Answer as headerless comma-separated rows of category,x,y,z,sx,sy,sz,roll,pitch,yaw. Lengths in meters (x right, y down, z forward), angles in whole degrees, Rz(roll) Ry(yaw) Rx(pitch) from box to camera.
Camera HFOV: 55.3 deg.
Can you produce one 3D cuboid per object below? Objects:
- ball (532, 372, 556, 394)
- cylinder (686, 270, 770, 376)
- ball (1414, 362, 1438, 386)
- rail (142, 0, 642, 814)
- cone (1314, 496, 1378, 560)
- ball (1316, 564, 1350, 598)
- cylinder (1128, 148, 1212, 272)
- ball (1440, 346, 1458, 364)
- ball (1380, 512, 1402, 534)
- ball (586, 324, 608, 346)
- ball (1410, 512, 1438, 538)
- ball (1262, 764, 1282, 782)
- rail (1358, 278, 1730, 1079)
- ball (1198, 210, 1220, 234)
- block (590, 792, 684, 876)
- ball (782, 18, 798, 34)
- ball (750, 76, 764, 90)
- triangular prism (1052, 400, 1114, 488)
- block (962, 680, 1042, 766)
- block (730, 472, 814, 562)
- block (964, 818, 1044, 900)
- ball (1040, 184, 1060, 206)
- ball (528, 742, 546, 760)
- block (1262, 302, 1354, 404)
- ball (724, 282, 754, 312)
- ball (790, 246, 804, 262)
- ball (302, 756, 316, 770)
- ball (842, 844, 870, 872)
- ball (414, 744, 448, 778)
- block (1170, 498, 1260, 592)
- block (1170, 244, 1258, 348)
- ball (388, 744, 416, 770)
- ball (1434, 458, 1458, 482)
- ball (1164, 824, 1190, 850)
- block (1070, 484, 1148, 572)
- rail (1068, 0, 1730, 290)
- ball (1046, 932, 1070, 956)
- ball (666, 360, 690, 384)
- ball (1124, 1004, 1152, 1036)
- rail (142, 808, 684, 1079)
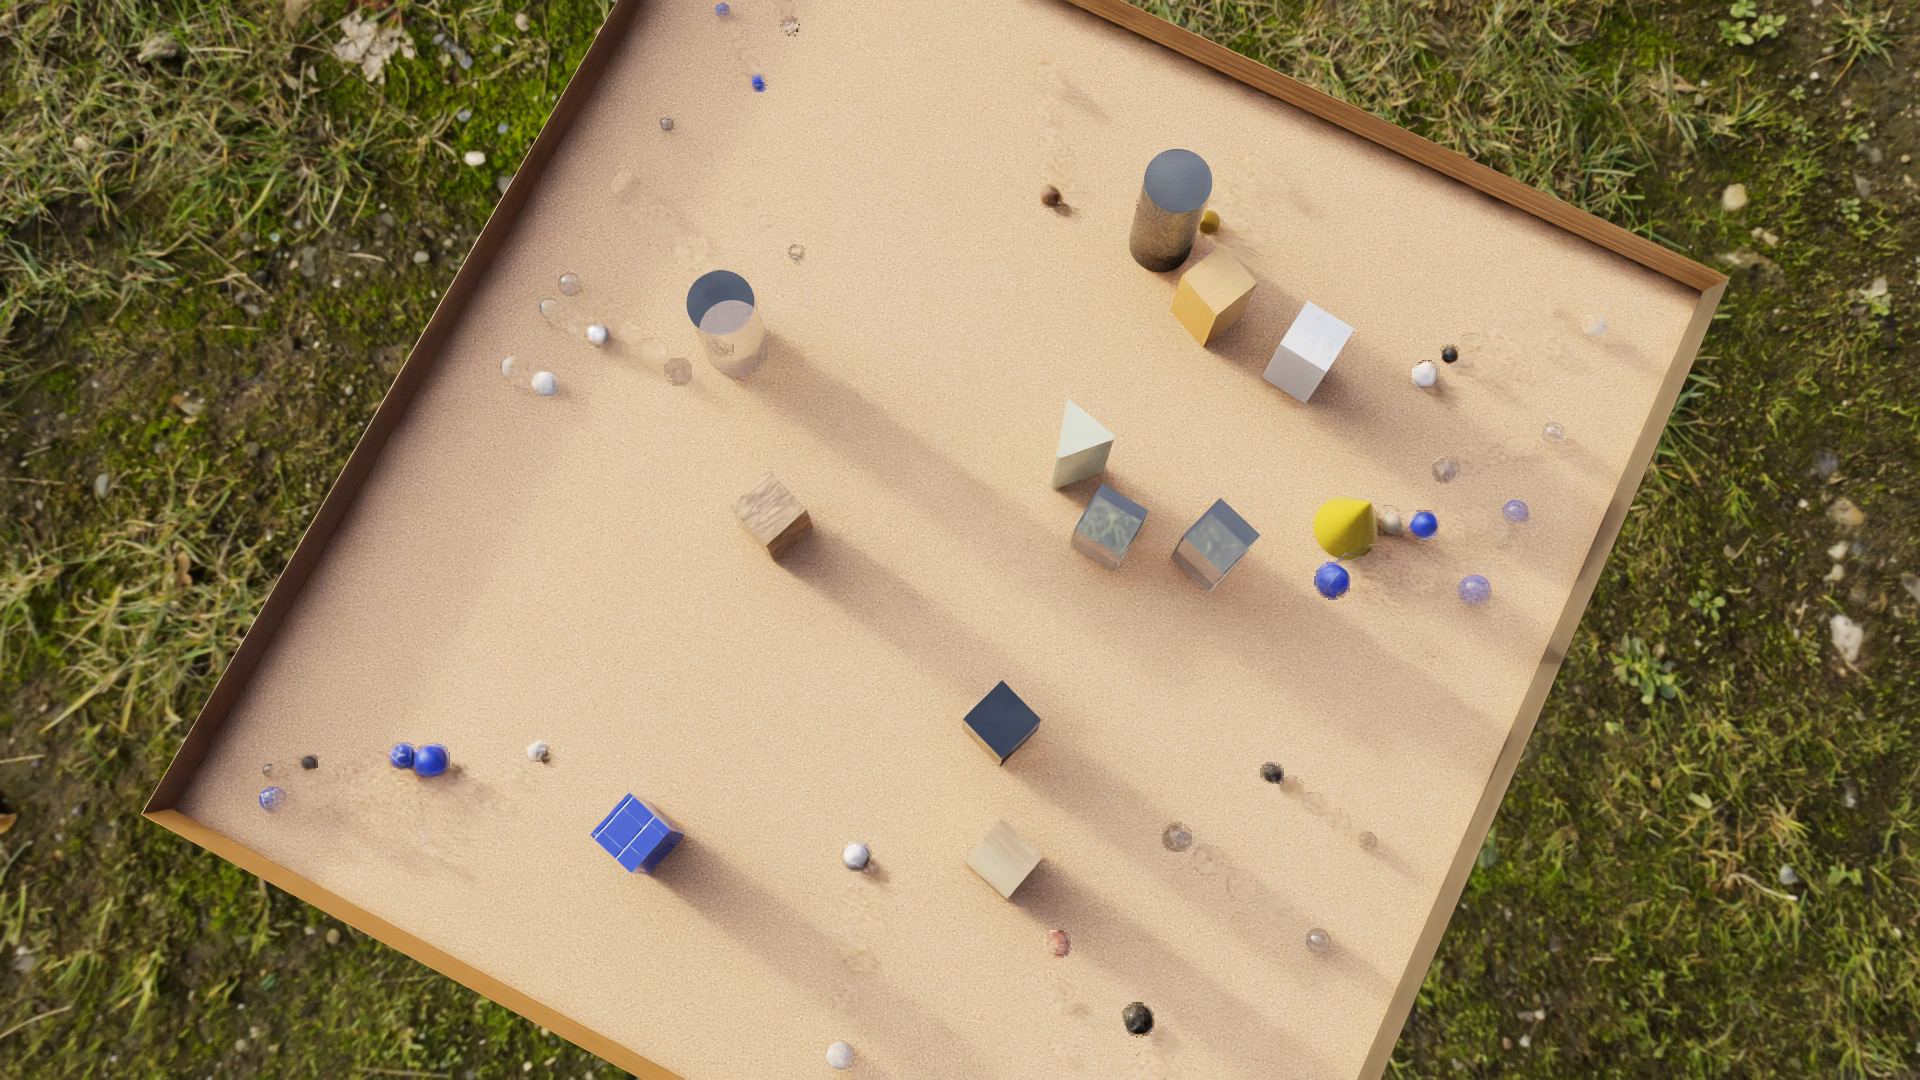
ball,-1.288,-0.486,5.680,0.073,0.073,0.073,0,78,0
cylinder,-0.697,-0.649,5.539,0.199,0.416,0.199,0,78,0
ball,1.446,-0.514,5.685,0.075,0.075,0.075,0,78,0
rail,-1.553,-0.753,5.705,0.045,0.130,3.594,26,80,5
cone,1.185,-0.074,5.452,0.199,0.352,0.199,0,78,0
ball,1.123,0.123,5.513,0.100,0.100,0.100,0,78,0
cylinder,0.635,-0.993,5.568,0.199,0.498,0.199,0,78,0
ball,1.525,-0.576,5.709,0.052,0.052,0.052,0,78,0
ball,1.315,-0.049,5.593,0.067,0.067,0.067,0,78,0
ball,-1.131,-0.642,5.715,0.067,0.067,0.067,0,78,0
ball,1.407,-0.047,5.556,0.080,0.080,0.080,0,78,0
ball,0.927,0.693,5.444,0.056,0.056,0.056,0,78,0
rail,1.553,0.767,5.391,0.045,0.130,3.594,26,80,5
ball,0.785,-1.003,5.786,0.074,0.074,0.074,0,78,0
block,-0.928,0.852,5.294,0.160,0.286,0.160,41,81,8
ball,-0.552,-1.663,5.936,0.049,0.049,0.049,0,78,0
ball,-0.651,-1.472,5.897,0.047,0.047,0.047,0,78,0
triangular prism,0.339,-0.296,5.476,0.173,0.395,0.150,-19,79,-4
block,0.120,0.540,5.359,0.160,0.286,0.160,-44,82,-8
block,-0.562,-0.067,5.495,0.160,0.265,0.160,-43,81,-8
block,0.124,0.921,5.280,0.160,0.286,0.160,41,81,8
ball,0.286,-1.091,5.808,0.068,0.068,0.068,0,78,0
ball,-1.261,0.629,5.460,0.052,0.052,0.052,0,78,0
block,1.052,-0.566,5.561,0.160,0.338,0.160,33,80,6
ball,-0.692,-0.761,5.720,0.092,0.092,0.092,0,78,0
ball,-0.514,-0.902,5.780,0.046,0.046,0.046,0,78,0
ball,-1.940,0.663,5.458,0.042,0.042,0.042,0,78,0
ball,-0.305,0.932,5.383,0.080,0.080,0.080,0,78,0
ball,-1.568,0.656,5.431,0.099,0.099,0.099,0,78,0
block,0.756,0.019,5.449,0.160,0.320,0.160,44,82,8
block,0.773,-0.744,5.609,0.160,0.317,0.160,-38,81,-7
ball,-1.657,0.644,5.444,0.077,0.077,0.077,0,78,0
ball,1.493,-0.216,5.623,0.074,0.074,0.074,0,78,0
ball,0.639,0.876,5.396,0.076,0.076,0.076,0,78,0
block,0.445,-0.035,5.496,0.160,0.250,0.160,31,80,6
rail,0.793,-1.546,5.870,3.520,0.130,0.045,26,80,5
ball,0.285,1.176,5.339,0.068,0.068,0.068,0,78,0
ball,-0.875,-0.522,5.686,0.076,0.076,0.076,0,78,0
ball,0.514,1.384,5.287,0.085,0.085,0.085,0,78,0
rail,-0.793,1.560,5.226,3.520,0.130,0.045,26,80,5
